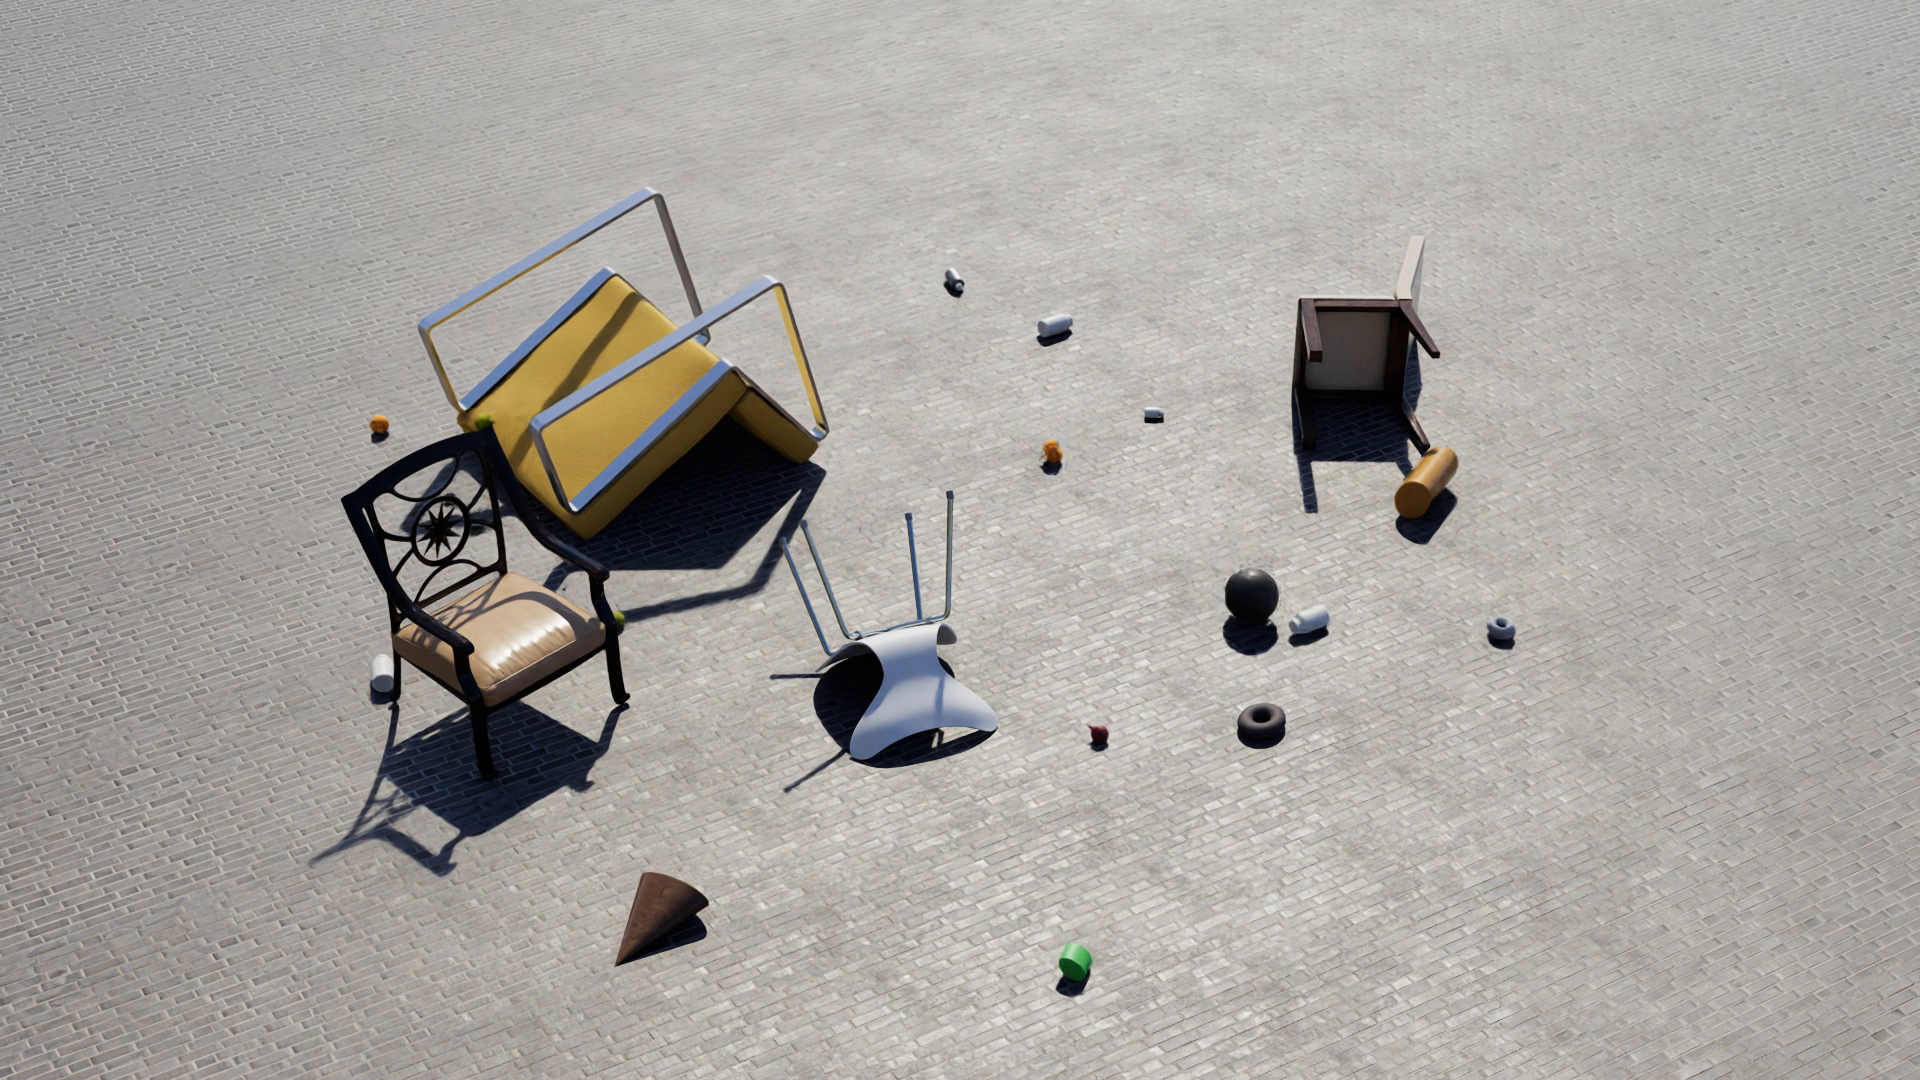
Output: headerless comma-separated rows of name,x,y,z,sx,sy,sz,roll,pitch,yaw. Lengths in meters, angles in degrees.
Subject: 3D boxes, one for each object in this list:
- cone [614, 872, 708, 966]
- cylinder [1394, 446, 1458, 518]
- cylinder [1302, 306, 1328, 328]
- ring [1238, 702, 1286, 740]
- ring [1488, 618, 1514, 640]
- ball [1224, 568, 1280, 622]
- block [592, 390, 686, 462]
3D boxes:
cone,-0.975,1.201,9.063,0.260,0.132,0.337,14,47,28
cylinder,1.771,-0.219,11.124,0.133,0.173,0.290,34,42,10
cylinder,1.491,-0.937,12.321,0.081,0.044,0.095,38,46,17
ring,1.025,0.615,9.962,0.155,0.055,0.184,24,41,33
ring,1.922,0.315,10.412,0.101,0.057,0.083,27,49,36
ball,1.041,0.197,10.466,0.197,0.197,0.197,0,33,0
block,-1.261,-0.447,11.508,0.340,0.126,0.152,-27,42,-34
